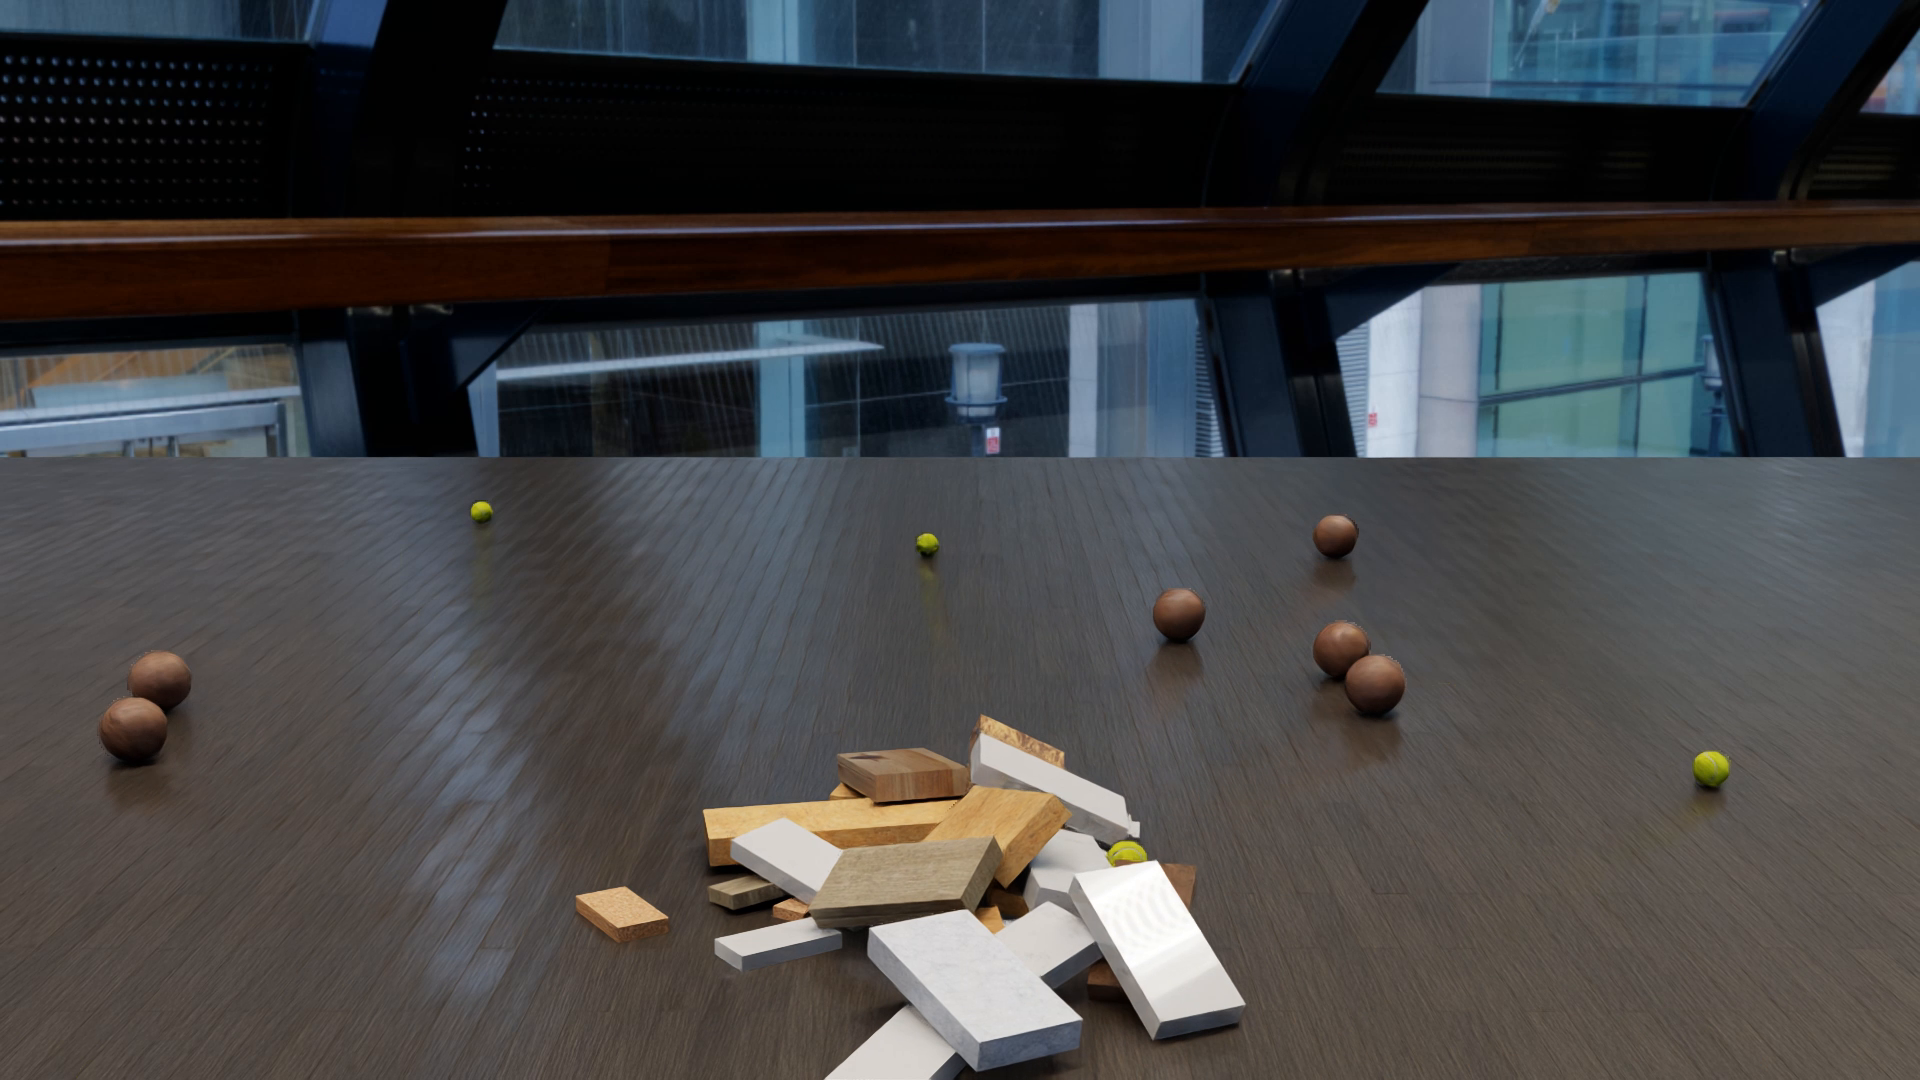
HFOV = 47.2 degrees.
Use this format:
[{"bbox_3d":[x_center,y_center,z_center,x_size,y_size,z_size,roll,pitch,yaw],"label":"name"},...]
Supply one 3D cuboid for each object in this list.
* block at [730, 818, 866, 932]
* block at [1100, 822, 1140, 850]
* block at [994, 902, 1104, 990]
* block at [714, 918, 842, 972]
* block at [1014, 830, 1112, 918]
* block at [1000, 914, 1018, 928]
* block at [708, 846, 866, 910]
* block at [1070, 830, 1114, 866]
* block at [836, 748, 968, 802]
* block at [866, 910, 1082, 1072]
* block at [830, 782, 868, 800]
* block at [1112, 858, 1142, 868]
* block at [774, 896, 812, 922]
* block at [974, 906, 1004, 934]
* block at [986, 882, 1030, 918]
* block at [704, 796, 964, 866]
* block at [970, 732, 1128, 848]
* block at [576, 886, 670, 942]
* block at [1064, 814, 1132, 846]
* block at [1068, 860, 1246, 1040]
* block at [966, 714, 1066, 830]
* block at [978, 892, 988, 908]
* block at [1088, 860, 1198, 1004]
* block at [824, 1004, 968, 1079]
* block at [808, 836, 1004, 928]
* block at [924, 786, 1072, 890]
[{"bbox_3d":[-0.234,0.547,3.611,0.294,0.034,0.120,24,29,37],"label":"block"},{"bbox_3d":[0.160,0.526,3.945,0.322,0.025,0.088,1,11,6],"label":"block"},{"bbox_3d":[0.083,0.620,3.199,0.252,0.036,0.126,-26,32,-35],"label":"block"},{"bbox_3d":[-0.281,0.626,3.409,0.176,0.025,0.088,-7,13,-33],"label":"block"},{"bbox_3d":[0.166,0.535,3.528,0.161,0.046,0.337,14,9,-11],"label":"block"},{"bbox_3d":[0.085,0.603,3.430,0.088,0.025,0.175,17,9,19],"label":"block"},{"bbox_3d":[-0.268,0.563,3.677,0.300,0.025,0.087,-10,7,-33],"label":"block"},{"bbox_3d":[0.199,0.544,3.763,0.072,0.020,0.143,-37,22,-14],"label":"block"},{"bbox_3d":[-0.110,0.434,4.086,0.171,0.048,0.342,-3,2,-15],"label":"block"},{"bbox_3d":[0.016,0.623,3.071,0.161,0.046,0.322,-6,22,-29],"label":"block"},{"bbox_3d":[-0.183,0.478,4.205,0.088,0.025,0.176,2,11,12],"label":"block"},{"bbox_3d":[0.271,0.582,3.618,0.120,0.034,0.239,6,12,28],"label":"block"},{"bbox_3d":[-0.240,0.595,3.594,0.064,0.018,0.128,7,13,35],"label":"block"},{"bbox_3d":[0.031,0.618,3.284,0.088,0.025,0.175,-2,32,-12],"label":"block"},{"bbox_3d":[0.104,0.557,3.557,0.120,0.034,0.239,13,9,-3],"label":"block"},{"bbox_3d":[-0.183,0.505,3.875,0.526,0.048,0.171,-3,11,-9],"label":"block"},{"bbox_3d":[0.154,0.434,3.822,0.283,0.040,0.141,25,15,-6],"label":"block"},{"bbox_3d":[-0.544,0.602,3.538,0.087,0.025,0.174,-6,12,-31],"label":"block"},{"bbox_3d":[0.216,0.513,3.884,0.174,0.025,0.087,0,16,1],"label":"block"},{"bbox_3d":[0.283,0.591,3.190,0.141,0.040,0.283,-5,41,-26],"label":"block"},{"bbox_3d":[0.101,0.426,3.933,0.171,0.048,0.342,25,15,-5],"label":"block"},{"bbox_3d":[-0.004,0.583,3.648,0.072,0.020,0.143,-5,12,-26],"label":"block"},{"bbox_3d":[0.276,0.586,3.290,0.126,0.036,0.252,3,38,14],"label":"block"},{"bbox_3d":[-0.101,0.717,2.888,0.126,0.036,0.452,4,11,22],"label":"block"},{"bbox_3d":[-0.084,0.531,3.408,0.283,0.040,0.141,-10,29,32],"label":"block"},{"bbox_3d":[0.047,0.479,3.571,0.161,0.046,0.322,-46,13,-19],"label":"block"}]
